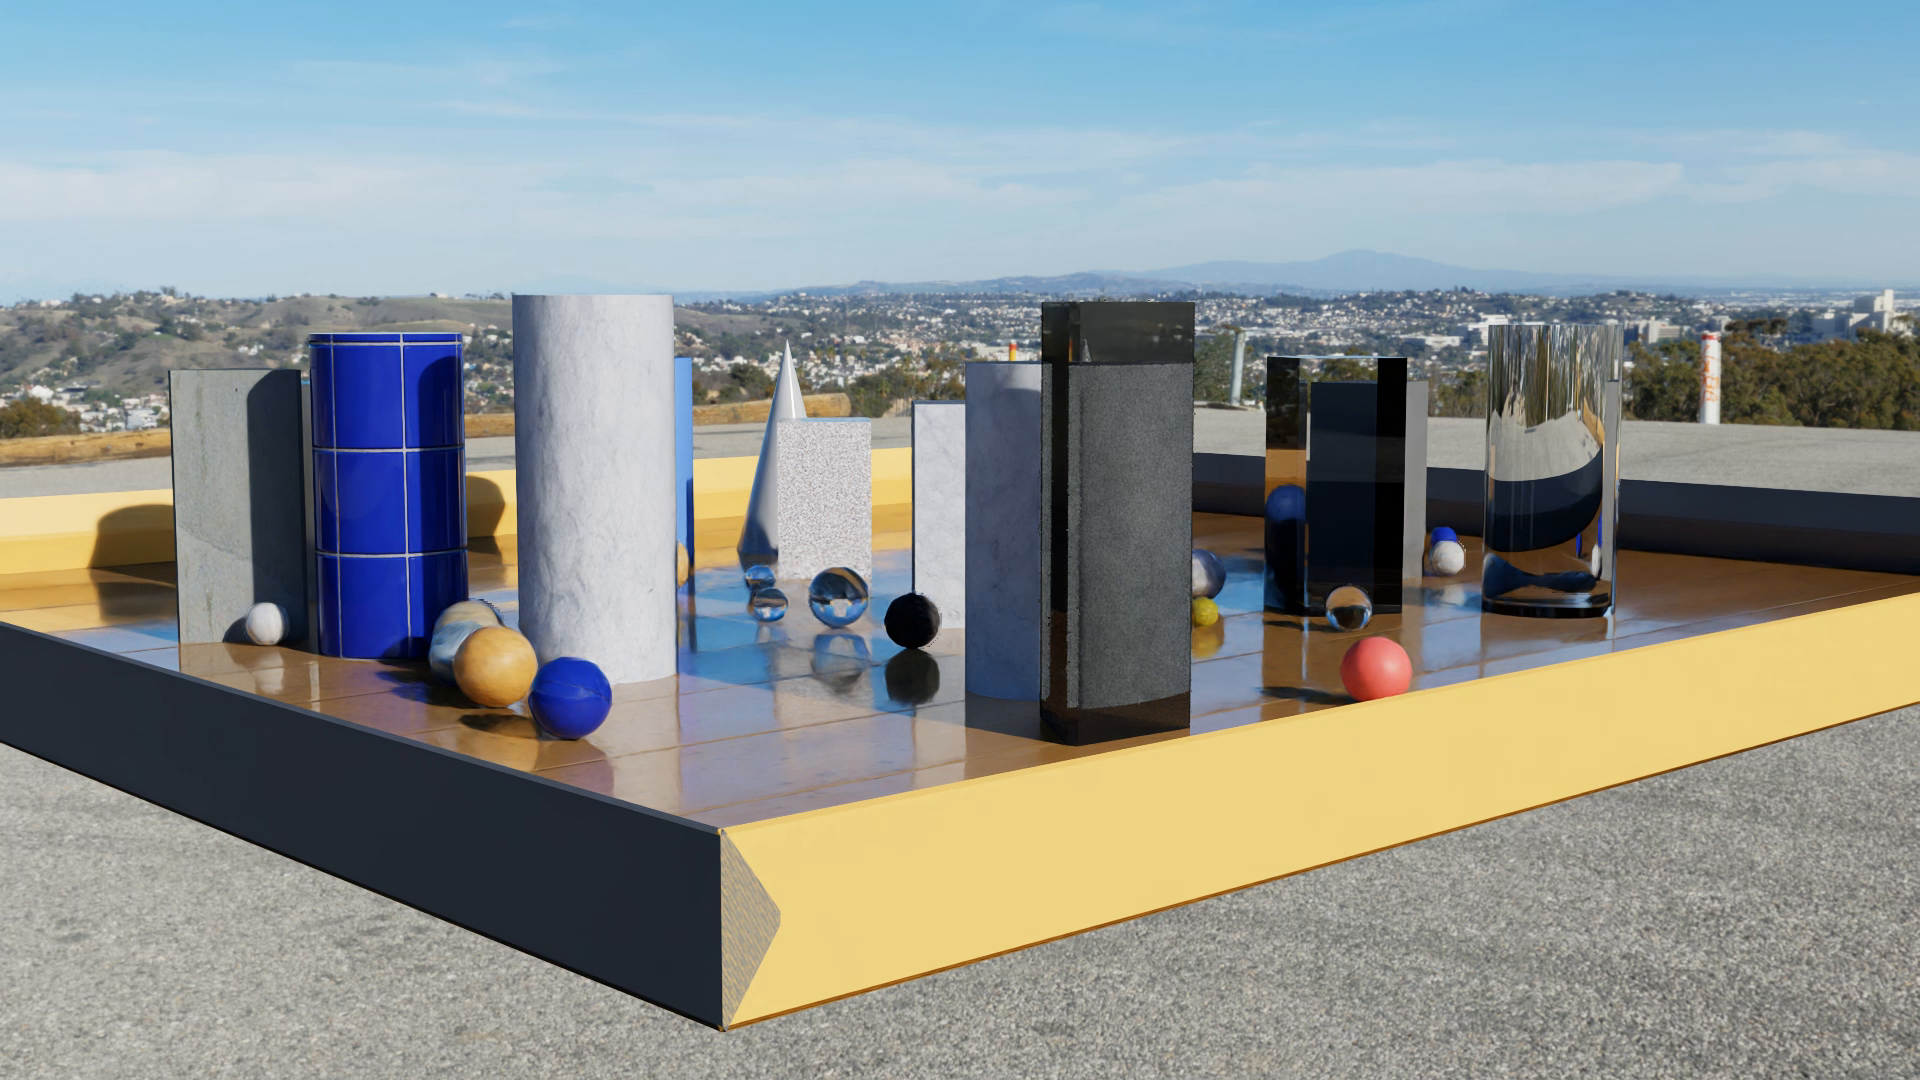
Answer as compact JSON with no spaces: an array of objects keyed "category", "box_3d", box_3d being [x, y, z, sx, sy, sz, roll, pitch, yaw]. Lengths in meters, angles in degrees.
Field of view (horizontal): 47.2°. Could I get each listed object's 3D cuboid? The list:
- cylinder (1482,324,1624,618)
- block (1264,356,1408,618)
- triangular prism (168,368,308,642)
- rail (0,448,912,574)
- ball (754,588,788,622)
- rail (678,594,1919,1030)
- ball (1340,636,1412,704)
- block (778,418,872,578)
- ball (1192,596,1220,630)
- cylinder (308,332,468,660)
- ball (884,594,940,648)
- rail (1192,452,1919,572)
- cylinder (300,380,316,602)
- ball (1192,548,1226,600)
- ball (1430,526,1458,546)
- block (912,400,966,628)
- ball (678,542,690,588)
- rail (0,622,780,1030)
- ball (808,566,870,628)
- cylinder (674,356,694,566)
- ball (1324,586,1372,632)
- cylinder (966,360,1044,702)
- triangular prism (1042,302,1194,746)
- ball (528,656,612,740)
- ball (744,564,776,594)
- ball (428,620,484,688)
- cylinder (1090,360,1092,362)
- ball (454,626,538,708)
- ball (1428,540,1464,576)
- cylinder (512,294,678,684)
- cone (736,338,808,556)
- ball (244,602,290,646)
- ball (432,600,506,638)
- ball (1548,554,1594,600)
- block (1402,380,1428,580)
[{"category":"cylinder","box_3d":[0.874,-0.106,3.245,0.193,0.421,0.193,0,6,0]},{"category":"block","box_3d":[0.554,-0.084,3.263,0.155,0.374,0.155,-2,6,-14]},{"category":"triangular prism","box_3d":[-0.976,-0.052,3.011,0.167,0.364,0.145,-1,6,-9]},{"category":"rail","box_3d":[-0.909,-0.070,4.312,2.917,0.126,0.045,-6,8,-42]},{"category":"ball","box_3d":[-0.271,0.092,3.141,0.049,0.049,0.049,0,6,0]},{"category":"rail","box_3d":[0.909,0.136,2.352,2.917,0.126,0.045,-6,8,-42]},{"category":"ball","box_3d":[0.468,0.148,2.472,0.078,0.078,0.078,0,6,0]},{"category":"block","box_3d":[-0.229,-0.074,3.719,0.155,0.259,0.155,0,6,-3]},{"category":"ball","box_3d":[0.339,0.102,3.068,0.045,0.045,0.045,0,6,0]},{"category":"cylinder","box_3d":[-0.743,-0.062,2.867,0.193,0.413,0.193,0,6,0]},{"category":"ball","box_3d":[-0.063,0.107,2.891,0.073,0.073,0.073,0,6,0]},{"category":"rail","box_3d":[1.054,-0.069,4.300,0.045,0.126,2.729,-6,8,-42]},{"category":"cylinder","box_3d":[-1.014,-0.080,3.431,0.193,0.331,0.193,0,6,0]},{"category":"ball","box_3d":[0.364,0.054,3.351,0.081,0.081,0.081,0,6,0]},{"category":"ball","box_3d":[0.885,-0.001,4.028,0.049,0.049,0.049,0,6,0]},{"category":"block","box_3d":[0.010,-0.040,3.141,0.155,0.313,0.155,0,6,-3]},{"category":"ball","box_3d":[-0.468,0.039,3.429,0.095,0.095,0.095,0,6,0]},{"category":"rail","box_3d":[-1.054,0.134,2.364,0.045,0.126,2.729,-6,8,-42]},{"category":"ball","box_3d":[-0.171,0.079,3.087,0.086,0.086,0.086,0,6,0]},{"category":"cylinder","box_3d":[-0.563,-0.137,3.838,0.193,0.360,0.193,0,6,0]},{"category":"ball","box_3d":[0.537,0.095,3.042,0.064,0.064,0.064,0,6,0]},{"category":"cylinder","box_3d":[0.103,-0.016,2.580,0.193,0.382,0.193,0,6,0]},{"category":"triangular prism","box_3d":[0.135,-0.025,2.332,0.167,0.452,0.145,-5,8,-38]},{"category":"ball","box_3d":[-0.405,0.164,2.284,0.086,0.086,0.086,0,6,0]},{"category":"ball","box_3d":[-0.312,0.062,3.438,0.048,0.048,0.048,0,6,0]},{"category":"ball","box_3d":[-0.584,0.135,2.587,0.080,0.080,0.080,0,6,0]},{"category":"cylinder","box_3d":[0.211,-0.166,4.186,0.193,0.344,0.193,0,6,0]},{"category":"ball","box_3d":[-0.520,0.142,2.464,0.092,0.092,0.092,0,6,0]},{"category":"ball","box_3d":[0.814,0.030,3.678,0.060,0.060,0.060,0,6,0]},{"category":"cylinder","box_3d":[-0.444,-0.067,2.687,0.193,0.461,0.193,0,6,0]},{"category":"cone","box_3d":[-0.318,-0.177,4.066,0.193,0.390,0.193,0,6,0]},{"category":"ball","box_3d":[-0.918,0.111,2.917,0.058,0.058,0.058,0,6,0]},{"category":"ball","box_3d":[-0.602,0.118,2.700,0.089,0.089,0.089,0,6,0]},{"category":"ball","box_3d":[0.941,0.056,3.386,0.070,0.070,0.070,0,6,0]},{"category":"block","box_3d":[0.669,-0.102,3.666,0.155,0.326,0.155,6,8,42]}]
